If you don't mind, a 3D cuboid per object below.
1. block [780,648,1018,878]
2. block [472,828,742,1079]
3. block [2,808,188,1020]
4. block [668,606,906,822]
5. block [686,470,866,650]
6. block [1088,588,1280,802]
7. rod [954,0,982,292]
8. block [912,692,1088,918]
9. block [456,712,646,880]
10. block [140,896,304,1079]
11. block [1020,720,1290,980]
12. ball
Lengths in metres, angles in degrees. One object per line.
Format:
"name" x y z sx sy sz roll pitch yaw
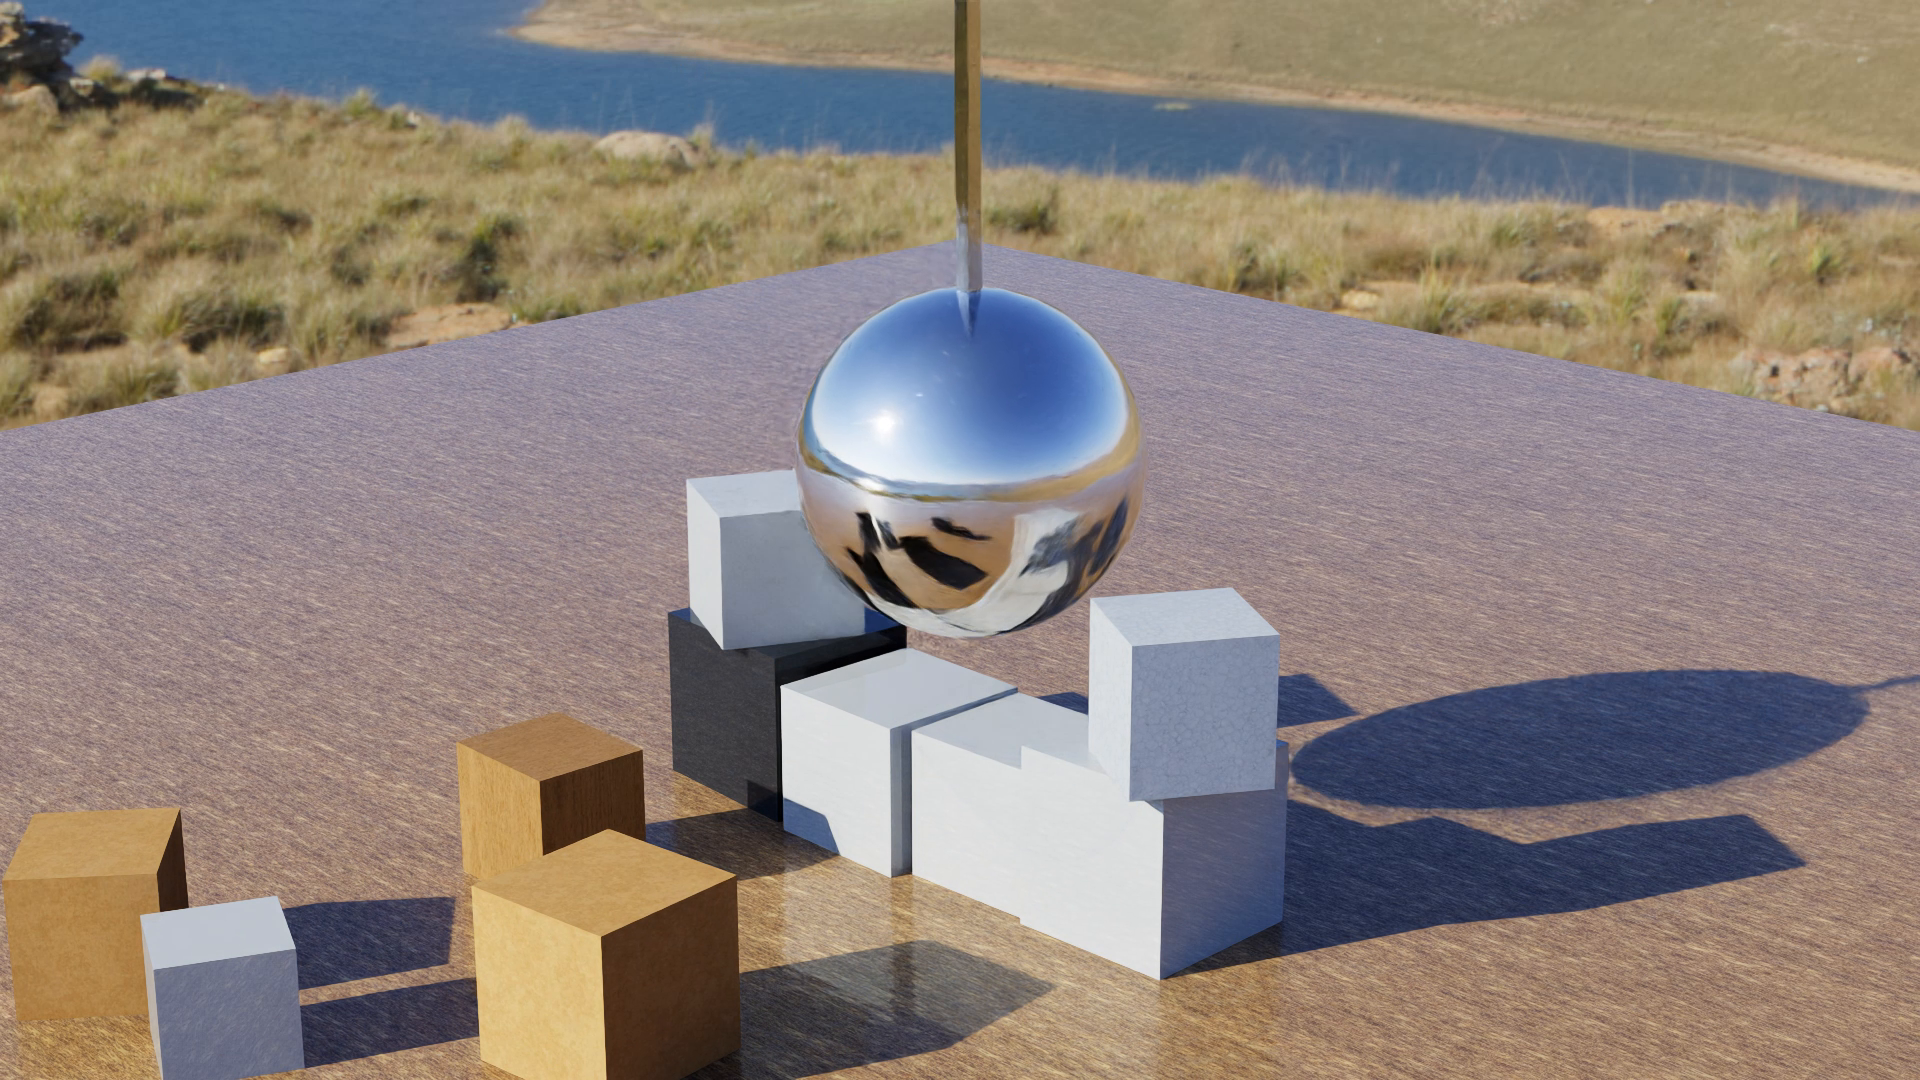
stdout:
"block" -0.285 1.033 13.842 0.801 0.728 0.768 -16 23 -41
"block" -1.399 1.702 11.665 0.729 0.757 0.739 14 22 38
"block" -3.614 1.563 12.326 0.611 0.628 0.703 -2 18 -6
"block" -0.850 0.778 14.479 0.795 0.833 0.880 -14 22 -38
"block" -0.896 0.079 14.215 0.703 0.659 0.674 -6 18 -17
"block" 0.934 0.643 12.350 0.632 0.682 0.628 -4 18 -13
"rod" 0.020 -3.589 12.235 0.080 5.200 0.080 17 25 42
"block" 0.284 1.199 13.356 0.720 0.705 0.701 16 24 42
"block" -1.859 1.233 13.363 0.563 0.635 0.653 -15 23 -40
"block" -2.952 1.805 11.728 0.544 0.523 0.532 -6 19 -19
"block" 0.847 1.288 12.841 0.810 0.843 0.834 16 24 42
"ball" 0.047 -0.353 13.280 1.600 1.600 1.600 0 17 0
